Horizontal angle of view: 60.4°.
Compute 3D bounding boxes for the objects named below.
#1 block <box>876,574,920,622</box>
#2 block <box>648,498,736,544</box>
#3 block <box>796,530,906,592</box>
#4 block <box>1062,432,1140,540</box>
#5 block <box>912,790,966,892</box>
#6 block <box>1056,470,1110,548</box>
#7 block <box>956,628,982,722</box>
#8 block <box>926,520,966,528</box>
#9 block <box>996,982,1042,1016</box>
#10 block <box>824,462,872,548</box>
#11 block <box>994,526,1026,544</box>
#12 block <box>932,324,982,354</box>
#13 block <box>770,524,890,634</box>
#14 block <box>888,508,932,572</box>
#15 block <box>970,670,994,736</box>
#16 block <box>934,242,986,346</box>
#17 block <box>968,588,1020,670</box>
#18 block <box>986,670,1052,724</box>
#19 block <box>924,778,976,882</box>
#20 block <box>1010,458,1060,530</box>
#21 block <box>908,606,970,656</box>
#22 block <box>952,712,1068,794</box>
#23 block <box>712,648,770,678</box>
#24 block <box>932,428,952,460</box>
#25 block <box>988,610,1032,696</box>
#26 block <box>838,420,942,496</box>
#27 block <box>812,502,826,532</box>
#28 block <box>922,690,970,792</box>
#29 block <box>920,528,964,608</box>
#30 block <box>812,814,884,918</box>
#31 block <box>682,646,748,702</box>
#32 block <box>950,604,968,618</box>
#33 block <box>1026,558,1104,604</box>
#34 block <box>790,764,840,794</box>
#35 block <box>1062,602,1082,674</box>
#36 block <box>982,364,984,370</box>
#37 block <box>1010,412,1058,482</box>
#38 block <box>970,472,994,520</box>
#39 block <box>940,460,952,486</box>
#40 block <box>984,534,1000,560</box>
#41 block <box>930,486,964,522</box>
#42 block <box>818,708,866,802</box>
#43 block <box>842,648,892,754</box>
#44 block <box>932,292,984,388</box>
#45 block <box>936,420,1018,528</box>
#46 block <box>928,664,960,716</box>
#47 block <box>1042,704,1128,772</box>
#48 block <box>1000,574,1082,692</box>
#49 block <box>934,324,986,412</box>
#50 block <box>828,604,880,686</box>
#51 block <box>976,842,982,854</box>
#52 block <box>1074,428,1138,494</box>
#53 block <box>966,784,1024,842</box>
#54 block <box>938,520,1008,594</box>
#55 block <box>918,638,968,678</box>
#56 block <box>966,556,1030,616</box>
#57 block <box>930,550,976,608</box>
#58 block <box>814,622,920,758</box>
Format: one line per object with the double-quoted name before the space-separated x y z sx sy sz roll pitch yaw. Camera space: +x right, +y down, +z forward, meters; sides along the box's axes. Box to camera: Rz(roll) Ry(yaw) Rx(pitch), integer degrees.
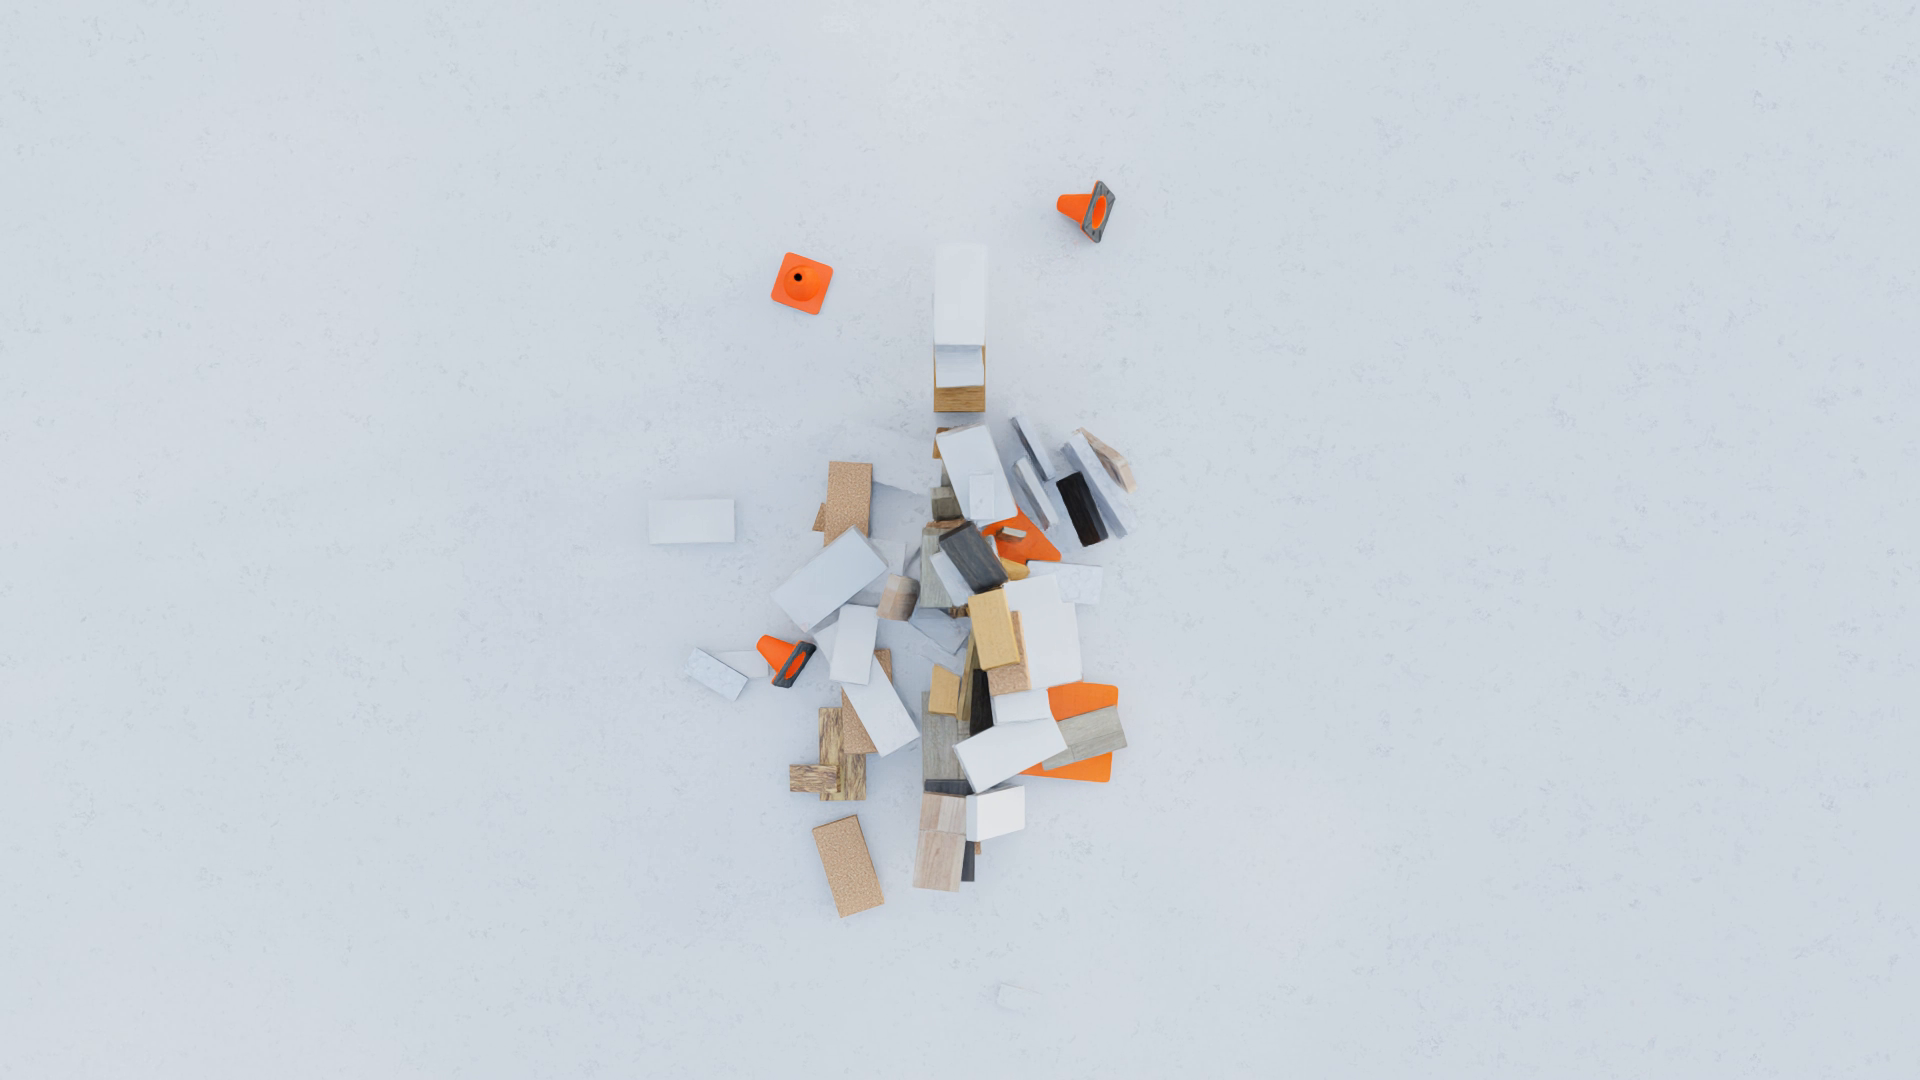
"block" -0.195 0.189 5.358 0.040 0.282 0.141 19 90 14
"block" -0.889 -0.063 5.480 0.282 0.040 0.141 -1 90 0
"block" -0.359 0.073 5.447 0.348 0.049 0.174 7 90 0
"block" 0.458 -0.174 5.395 0.050 0.178 0.356 -32 86 -7
"block" -0.061 0.971 5.310 0.153 0.043 0.306 7 93 0
"block" 0.403 -0.100 5.439 0.034 0.119 0.238 -23 90 -28
"block" 0.069 0.432 5.417 0.112 0.032 0.333 10 88 -32
"block" -0.027 0.065 5.406 0.141 0.040 0.282 -5 123 0
"block" 0.197 1.528 5.490 0.142 0.020 0.071 15 90 0
"block" -0.367 -0.113 5.414 0.141 0.040 0.282 3 83 0
"block" 0.163 -0.014 5.370 0.075 0.149 0.021 13 80 -7
"block" -0.007 -0.573 4.679 0.137 0.275 0.039 -2 87 0
"block" -0.426 0.127 5.387 0.362 0.049 0.174 -38 104 14
"block" -0.181 0.003 5.486 0.101 0.029 0.202 32 90 0
"block" 0.116 0.596 5.403 0.168 0.048 0.336 5 88 -34
"block" 0.002 -0.674 4.522 0.137 0.039 0.275 1 90 0
"block" 0.106 0.285 5.256 0.120 0.034 0.239 -15 75 15
"block" 0.174 0.389 5.345 0.178 0.050 0.400 -4 76 -14
"block" -0.032 0.942 5.353 0.163 0.046 0.326 0 93 0
"block" 0.246 -0.152 5.431 0.034 0.119 0.239 -28 86 -9
"block" -0.070 0.289 5.463 0.186 0.026 0.093 35 71 6
"block" 0.162 0.669 5.330 0.336 0.048 0.168 -24 87 -16
"block" -0.728 0.415 5.487 0.180 0.026 0.090 -4 90 0
"block" -0.001 -0.309 5.338 0.161 0.322 0.046 6 103 0
"block" 0.146 0.361 5.266 0.127 0.036 0.255 -12 76 16
"block" -0.218 -0.266 5.475 0.348 0.049 0.174 16 90 0
"block" -0.445 -0.013 5.486 0.101 0.029 0.202 19 90 0
"block" -0.043 0.663 5.435 0.163 0.046 0.326 -2 75 0
"block" -0.055 0.091 5.336 0.141 0.040 0.282 1 123 -3
"block" -0.371 1.083 5.478 0.153 0.043 0.306 -18 90 0
"block" -0.810 0.445 5.462 0.203 0.026 0.090 31 90 0
"block" 0.010 0.153 5.422 0.112 0.032 0.224 -8 123 2
"block" 0.339 0.139 5.452 0.255 0.036 0.127 5 100 -9
"block" -0.479 0.788 5.449 0.180 0.026 0.090 -2 90 26
"block" 0.326 0.326 5.406 0.120 0.034 0.240 -2 75 -13
"block" 0.001 -0.498 4.994 0.138 0.276 0.039 -1 90 0
"block" 0.243 -0.305 5.439 0.034 0.119 0.239 -28 90 -6
"block" 0.068 -0.137 5.144 0.075 0.021 0.149 0 115 3
"block" 0.019 -0.178 5.339 0.161 0.322 0.046 5 74 0
"block" 0.091 0.065 5.349 0.075 0.021 0.149 -21 77 35
"block" -0.019 -0.091 5.365 0.141 0.282 0.040 -5 63 0
"block" -0.389 0.710 5.478 0.153 0.043 0.306 -1 90 0
"block" -0.304 0.533 5.438 0.168 0.048 0.336 -4 77 -1
"block" -0.007 -0.588 4.836 0.138 0.039 0.276 -3 90 0
"block" 0.054 -0.203 5.151 0.161 0.046 0.322 -16 113 10
"block" -0.049 0.488 5.443 0.093 0.026 0.186 6 61 0
"block" 0.393 0.648 5.417 0.286 0.041 0.143 -17 91 3
"block" 0.260 0.300 5.336 0.178 0.050 0.356 -10 77 -16
"block" -0.002 -0.562 5.155 0.161 0.046 0.322 0 90 0
"block" -0.344 0.342 5.398 0.127 0.036 0.255 8 77 2
"block" -0.020 0.876 5.436 0.163 0.046 0.326 -3 79 0
"block" 0.468 -0.259 5.325 0.034 0.333 0.120 -30 119 -8
"block" 0.118 0.887 5.370 0.041 0.286 0.143 0 90 34
"block" 0.044 0.059 5.242 0.120 0.034 0.239 -27 119 13
"block" -0.035 0.385 5.462 0.186 0.026 0.093 28 60 2
"block" 0.124 0.166 5.408 0.112 0.032 0.224 20 114 -28
"block" -0.007 0.117 5.313 0.101 0.029 0.202 -22 121 11
"block" -0.306 0.478 5.405 0.143 0.041 0.464 -29 78 -6
